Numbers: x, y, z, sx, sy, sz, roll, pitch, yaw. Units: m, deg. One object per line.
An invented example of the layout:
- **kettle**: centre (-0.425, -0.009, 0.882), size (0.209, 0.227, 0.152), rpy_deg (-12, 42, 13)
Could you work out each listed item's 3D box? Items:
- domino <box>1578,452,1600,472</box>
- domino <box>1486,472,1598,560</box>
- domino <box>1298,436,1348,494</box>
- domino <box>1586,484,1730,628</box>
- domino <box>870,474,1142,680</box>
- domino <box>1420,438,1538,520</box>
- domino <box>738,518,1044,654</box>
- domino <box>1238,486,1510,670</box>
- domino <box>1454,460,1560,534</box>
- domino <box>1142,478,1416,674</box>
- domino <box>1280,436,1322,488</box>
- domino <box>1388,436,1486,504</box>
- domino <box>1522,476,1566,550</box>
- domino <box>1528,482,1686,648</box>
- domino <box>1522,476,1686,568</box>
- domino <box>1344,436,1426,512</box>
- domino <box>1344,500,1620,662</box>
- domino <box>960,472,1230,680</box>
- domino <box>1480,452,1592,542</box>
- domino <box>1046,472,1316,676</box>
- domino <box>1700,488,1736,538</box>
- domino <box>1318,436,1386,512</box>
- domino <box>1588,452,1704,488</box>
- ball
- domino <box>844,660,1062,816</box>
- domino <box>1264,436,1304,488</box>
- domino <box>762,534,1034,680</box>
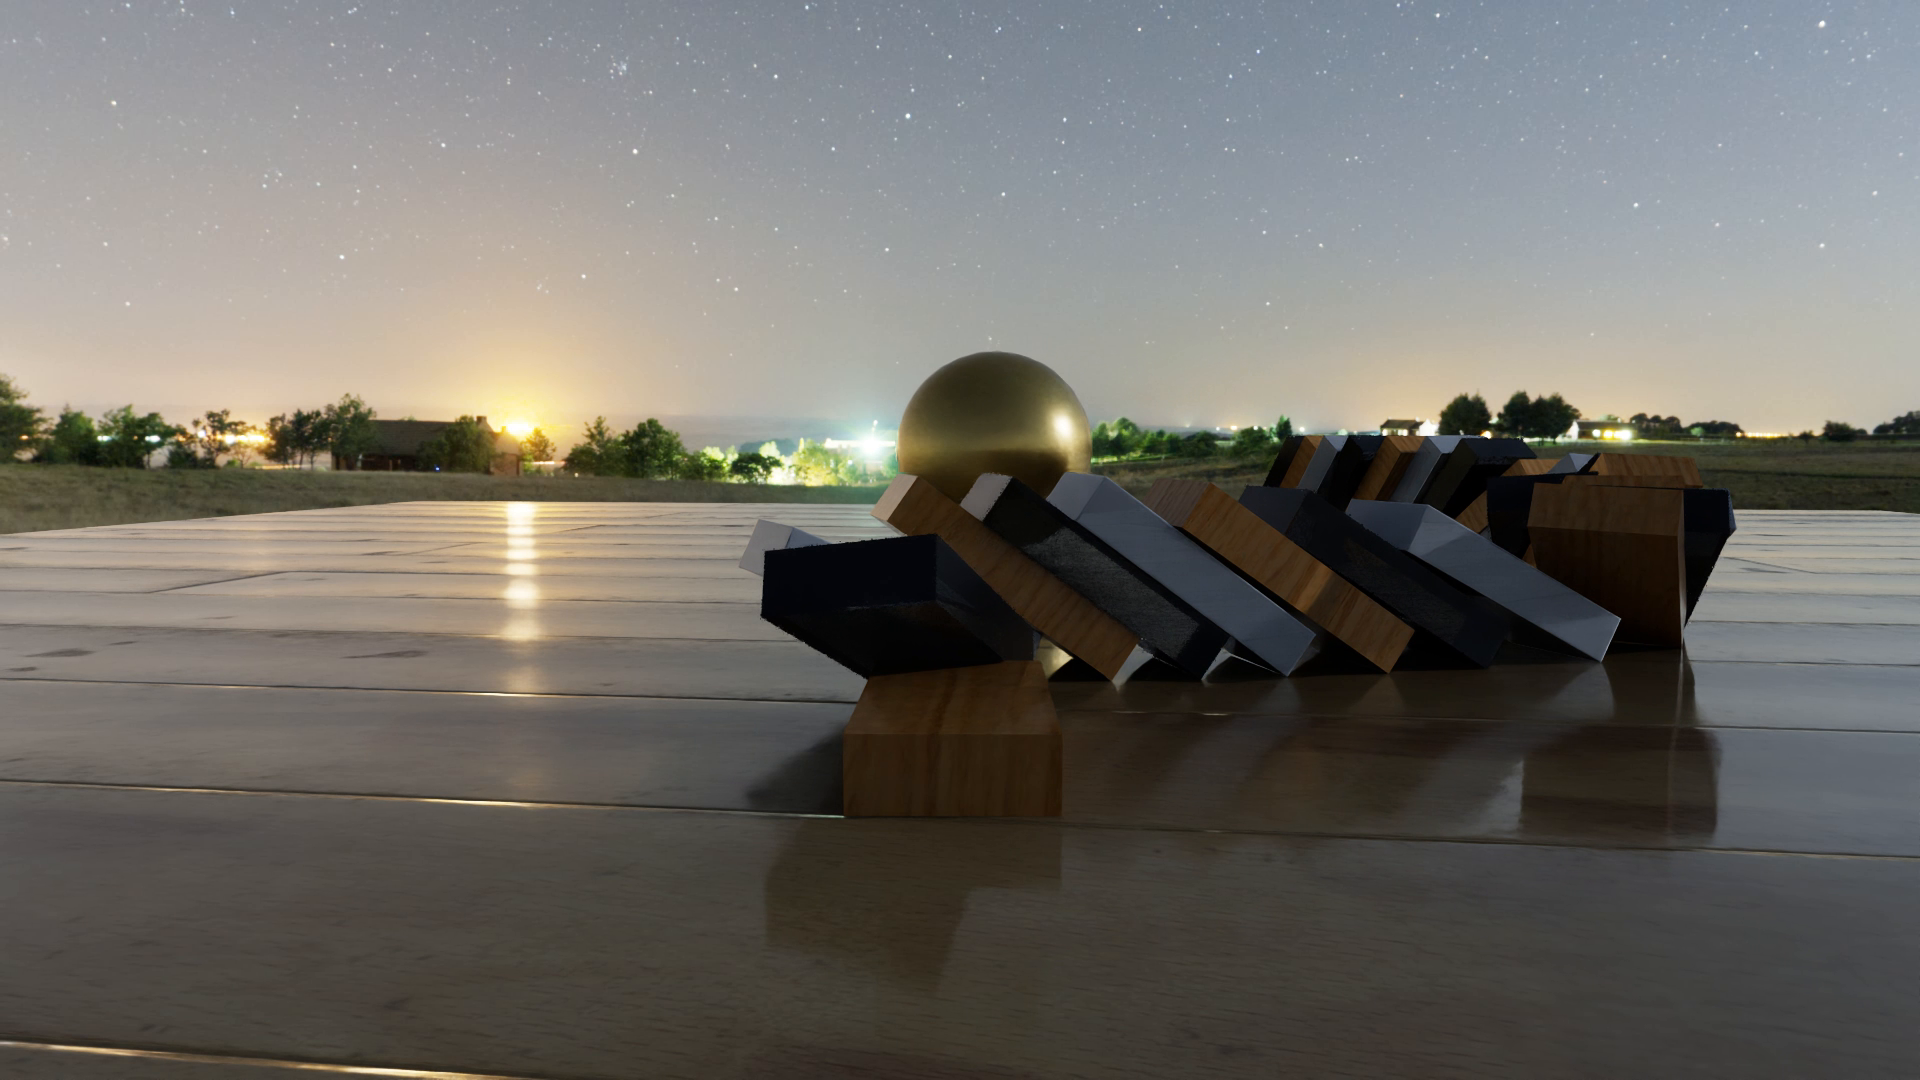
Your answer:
- **domino**: centre (0.187, -0.006, 0.382), size (0.025, 0.010, 0.050), rpy_deg (4, -34, -11)
- **domino**: centre (0.152, 0.000, 0.333), size (0.025, 0.010, 0.050), rpy_deg (-3, -29, 26)
- **domino**: centre (0.136, -0.016, 0.470), size (0.025, 0.050, 0.009), rpy_deg (-2, 42, -23)
- **domino**: centre (0.145, 0.005, 0.274), size (0.025, 0.009, 0.050), rpy_deg (3, -25, 21)
- **domino**: centre (0.008, 0.006, 0.238), size (0.050, 0.009, 0.025), rpy_deg (36, -3, -11)
- **domino**: centre (0.169, -0.012, 0.431), size (0.025, 0.050, 0.009), rpy_deg (-2, 45, -22)
- **domino**: centre (-0.013, 0.011, 0.232), size (0.050, 0.009, 0.025), rpy_deg (24, -5, -22)
- **domino**: centre (0.078, 0.007, 0.249), size (0.050, 0.009, 0.025), rpy_deg (31, -3, -14)
- **domino**: centre (0.177, -0.008, 0.417), size (0.025, 0.010, 0.050), rpy_deg (-2, -32, -22)
- **domino**: centre (0.059, 0.006, 0.244), size (0.050, 0.009, 0.025), rpy_deg (34, -4, -14)
- **domino**: centre (0.132, -0.016, 0.482), size (0.025, 0.050, 0.009), rpy_deg (-2, 42, -23)
- **domino**: centre (0.162, -0.013, 0.442), size (0.025, 0.050, 0.009), rpy_deg (-2, 42, -22)
- **domino**: centre (0.168, -0.001, 0.349), size (0.025, 0.009, 0.050), rpy_deg (2, -27, 28)
- **domino**: centre (0.131, 0.006, 0.257), size (0.025, 0.009, 0.050), rpy_deg (5, -25, 33)
- **domino**: centre (0.155, 0.001, 0.313), size (0.025, 0.010, 0.050), rpy_deg (1, -29, 9)
- **domino**: centre (0.151, -0.014, 0.451), size (0.025, 0.050, 0.010), rpy_deg (-2, 42, -22)
- **domino**: centre (0.102, 0.008, 0.255), size (0.050, 0.009, 0.025), rpy_deg (27, -4, -16)
- **domino**: centre (0.024, 0.006, 0.239), size (0.050, 0.009, 0.025), rpy_deg (36, -3, -12)
- **domino**: centre (0.185, -0.007, 0.399), size (0.025, 0.009, 0.050), rpy_deg (4, -34, -17)
- **domino**: centre (0.040, 0.006, 0.241), size (0.050, 0.010, 0.025), rpy_deg (36, -3, -12)
- **domino**: centre (0.154, 0.004, 0.295), size (0.025, 0.009, 0.050), rpy_deg (1, -25, 9)
- **domino**: centre (0.142, -0.015, 0.460), size (0.025, 0.050, 0.010), rpy_deg (-2, 42, -22)
- **domino**: centre (0.185, -0.005, 0.365), size (0.025, 0.009, 0.050), rpy_deg (3, -35, -1)
- **ball**: centre (0.014, -0.037, 0.524), size (0.080, 0.080, 0.080), rpy_deg (0, 4, 0)
- **domino**: centre (0.000, 0.025, 0.171), size (0.025, 0.010, 0.050), rpy_deg (0, 4, 1)
- **domino**: centre (0.129, -0.017, 0.493), size (0.025, 0.050, 0.009), rpy_deg (-2, 42, -23)
- **domino**: centre (-0.007, 0.013, 0.194), size (0.025, 0.009, 0.050), rpy_deg (-6, -20, 17)
